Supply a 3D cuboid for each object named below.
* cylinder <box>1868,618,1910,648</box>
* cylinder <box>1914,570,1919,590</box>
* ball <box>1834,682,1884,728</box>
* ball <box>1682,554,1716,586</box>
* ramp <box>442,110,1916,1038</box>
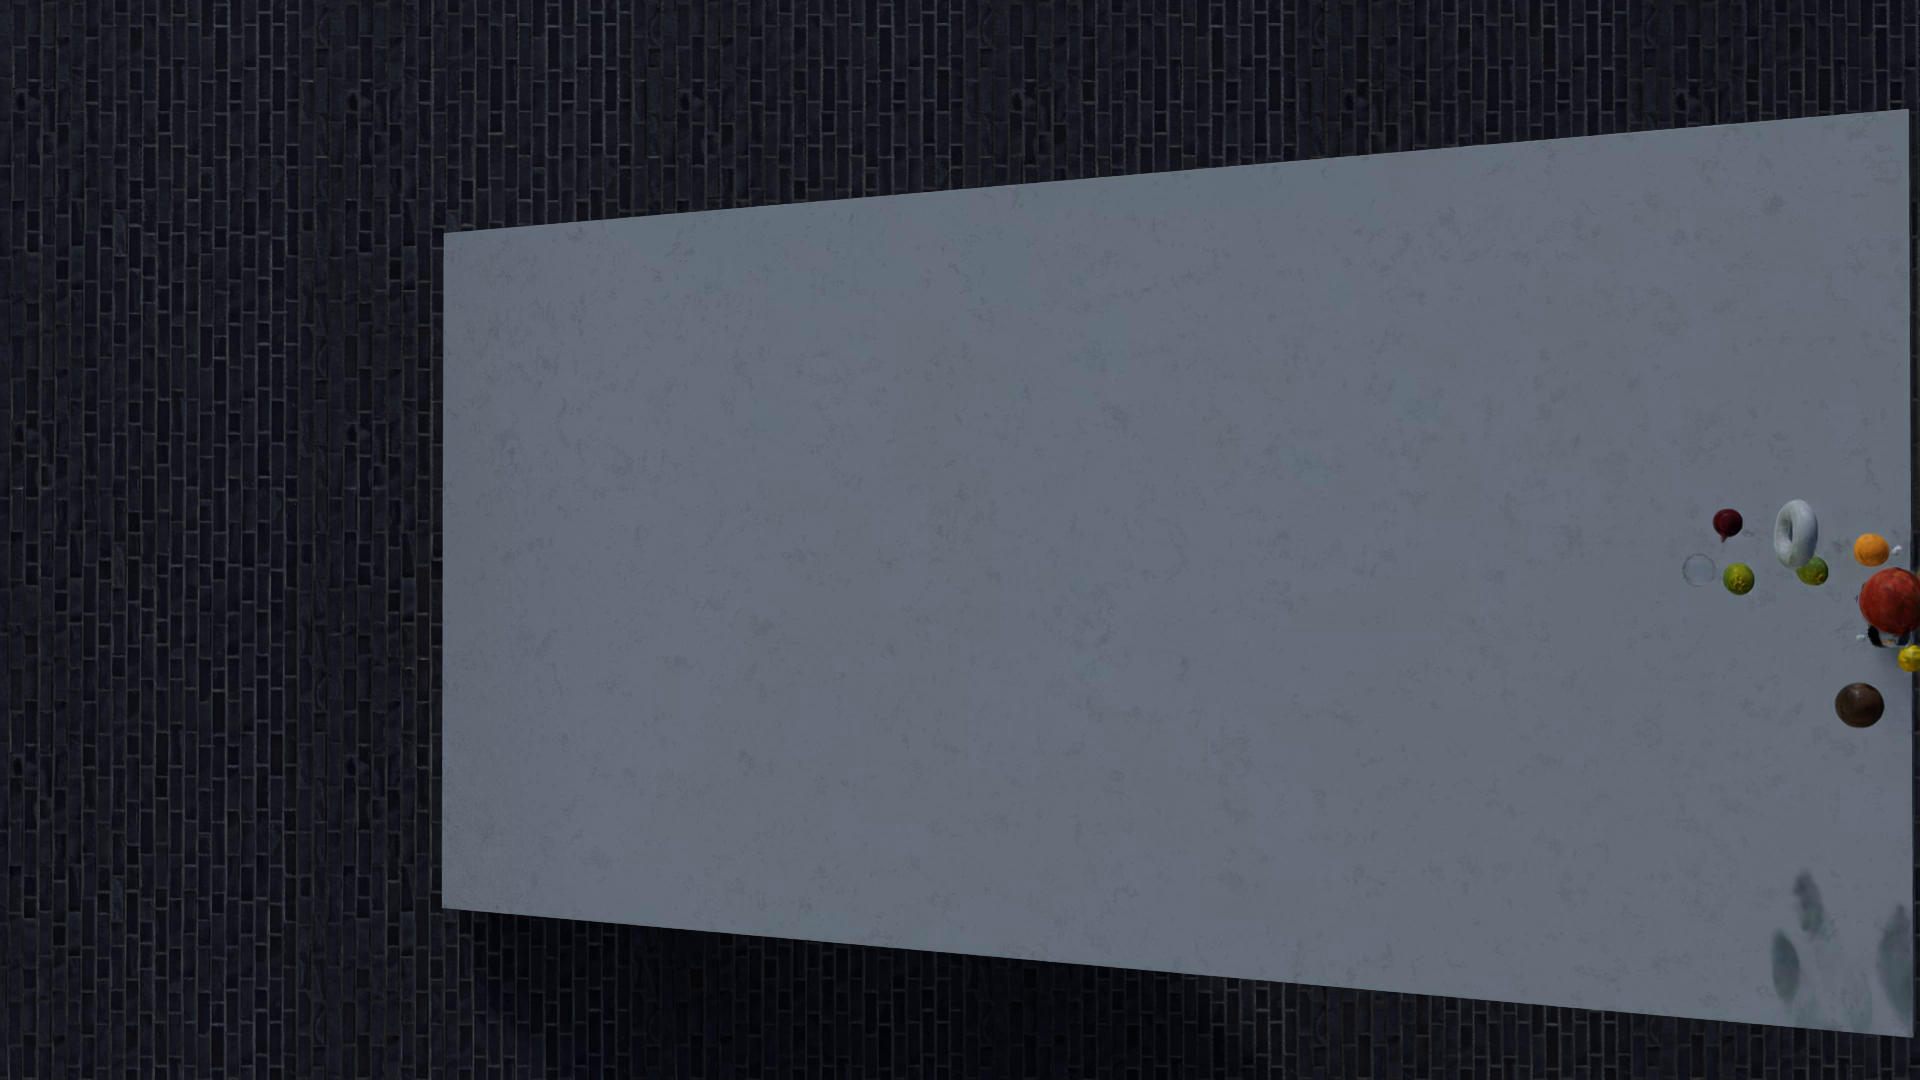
[{"bbox_3d":[1.844,0.185,4.362,0.054,0.054,0.054,3,83,-27],"label":"cylinder"},{"bbox_3d":[1.939,0.073,4.366,0.059,0.059,0.059,-23,89,-27],"label":"cylinder"},{"bbox_3d":[1.863,0.342,4.554,0.095,0.095,0.095,0,89,0],"label":"ball"},{"bbox_3d":[1.537,0.063,4.570,0.065,0.065,0.065,0,89,0],"label":"ball"},{"bbox_3d":[0.280,0.080,5.671,4.000,0.100,2.000,0,89,26],"label":"ramp"}]
